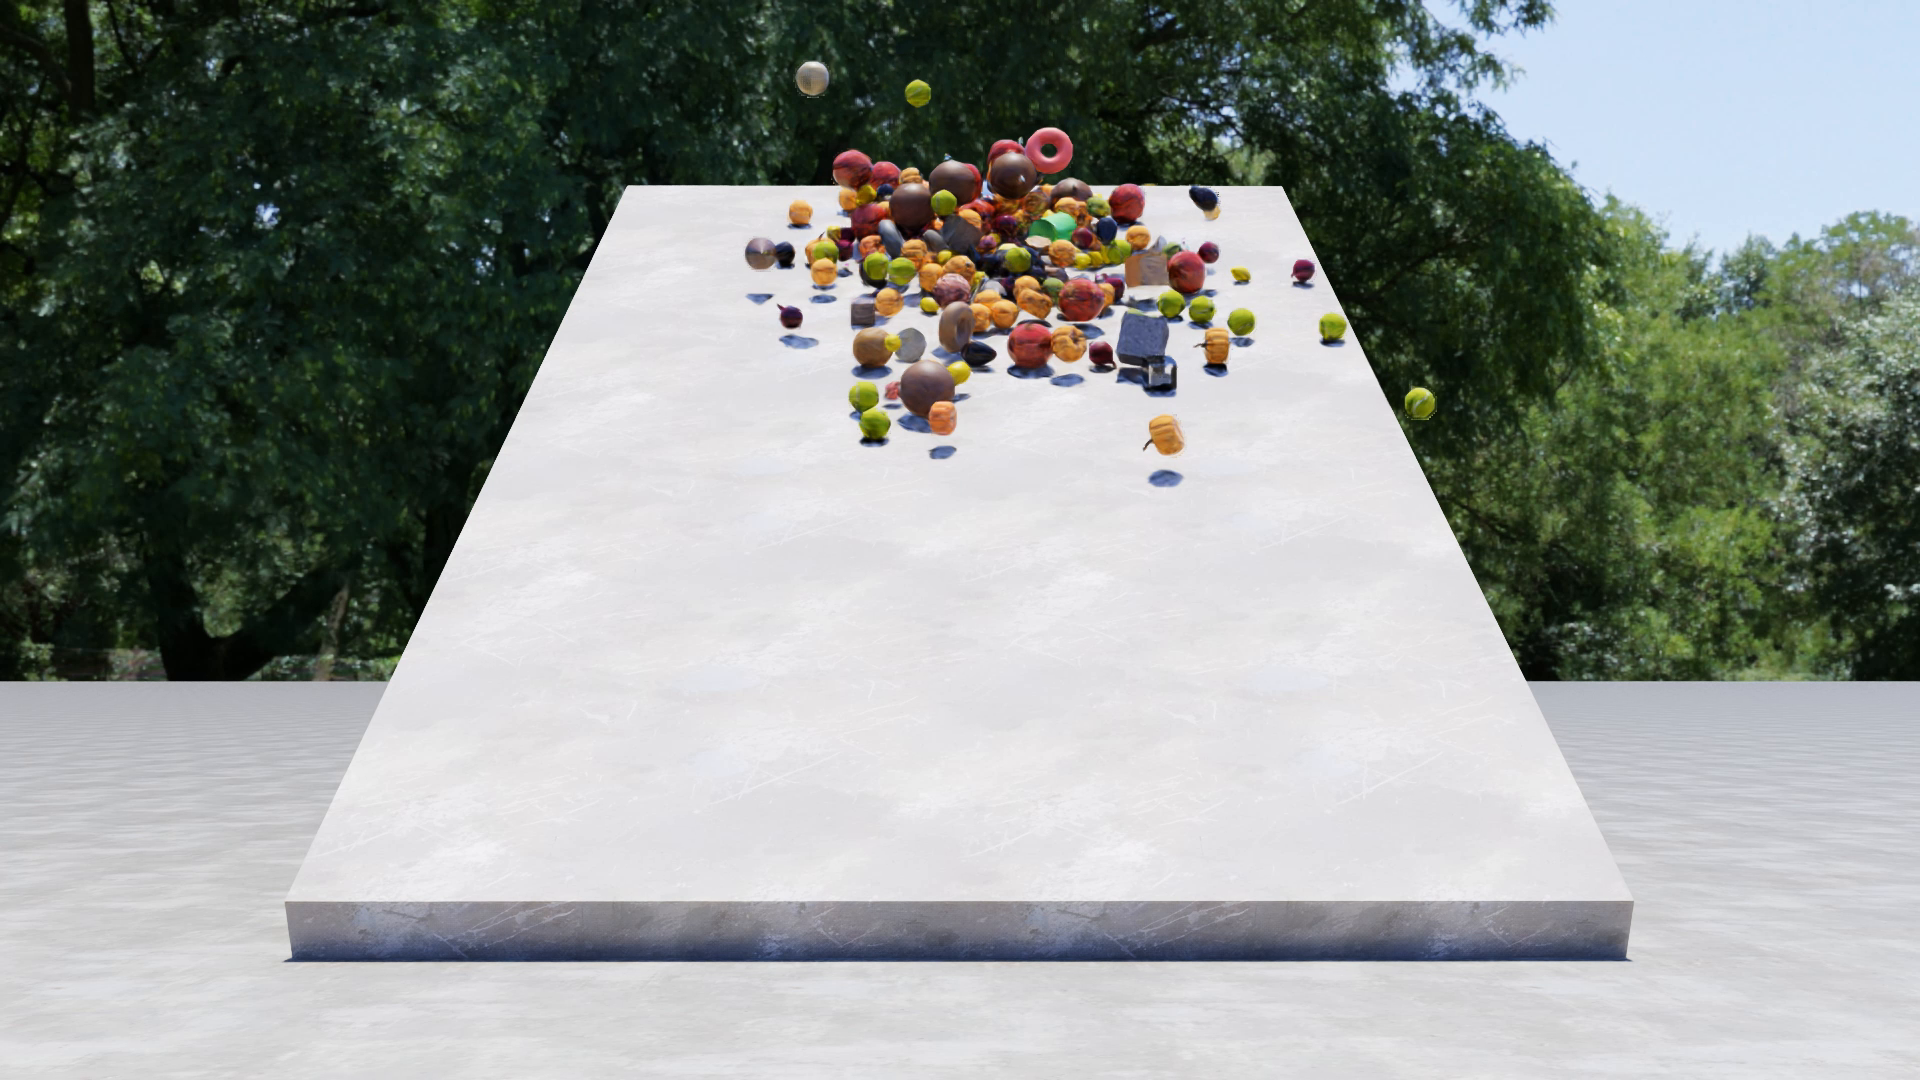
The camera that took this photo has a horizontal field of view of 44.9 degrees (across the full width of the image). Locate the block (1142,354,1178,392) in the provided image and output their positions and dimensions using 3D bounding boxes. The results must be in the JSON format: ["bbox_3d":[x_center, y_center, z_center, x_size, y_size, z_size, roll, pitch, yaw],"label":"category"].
[{"bbox_3d":[0.469,-0.391,5.458,0.064,0.064,0.064,-6,28,-14],"label":"block"}]

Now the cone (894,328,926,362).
[{"bbox_3d":[-0.114,-0.469,5.666,0.082,0.082,0.082,-1,-5,11],"label":"cone"}]

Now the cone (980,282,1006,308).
[{"bbox_3d":[0.091,-0.632,5.971,0.071,0.071,0.071,1,2,-10],"label":"cone"}]

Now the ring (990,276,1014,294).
[{"bbox_3d":[0.108,-0.673,6.139,0.075,0.025,0.075,3,32,-2],"label":"ring"}]

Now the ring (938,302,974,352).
[{"bbox_3d":[-0.009,-0.515,5.619,0.042,0.127,0.127,16,5,30],"label":"ring"}]

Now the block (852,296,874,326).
[{"bbox_3d":[-0.246,-0.579,5.892,0.058,0.058,0.058,-1,24,-2],"label":"block"}]

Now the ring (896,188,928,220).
[{"bbox_3d":[-0.138,-0.964,6.652,0.101,0.101,0.034,2,35,-26],"label":"ring"}]

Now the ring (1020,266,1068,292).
[{"bbox_3d":[0.224,-0.691,6.164,0.131,0.044,0.131,-1,24,1],"label":"ring"}]

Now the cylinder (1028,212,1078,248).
[{"bbox_3d":[0.258,-0.854,6.463,0.098,0.098,0.098,-3,15,39],"label":"cylinder"}]

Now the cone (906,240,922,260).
[{"bbox_3d":[-0.131,-0.807,6.372,0.059,0.059,0.059,19,-15,-39],"label":"cone"}]

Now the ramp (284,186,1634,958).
[{"bbox_3d":[-0.008,-0.228,5.293,2.000,0.100,4.000,0,24,0],"label":"ramp"}]

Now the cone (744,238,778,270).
[{"bbox_3d":[-0.519,-0.750,6.080,0.086,0.086,0.086,0,5,-6],"label":"cone"}]

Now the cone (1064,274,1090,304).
[{"bbox_3d":[0.320,-0.640,6.062,0.075,0.075,0.075,-18,-35,-13],"label":"cone"}]

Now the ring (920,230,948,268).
[{"bbox_3d":[-0.071,-0.784,6.271,0.036,0.107,0.107,-18,5,-27],"label":"ring"}]

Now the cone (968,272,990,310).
[{"bbox_3d":[0.065,-0.653,6.026,0.085,0.085,0.085,0,24,0],"label":"cone"}]

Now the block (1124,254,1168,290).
[{"bbox_3d":[0.484,-0.698,6.041,0.080,0.080,0.080,-4,-1,-27],"label":"block"}]

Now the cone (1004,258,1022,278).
[{"bbox_3d":[0.138,-0.730,6.214,0.058,0.058,0.058,-10,5,1],"label":"cone"}]

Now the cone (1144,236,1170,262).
[{"bbox_3d":[0.531,-0.794,6.405,0.072,0.072,0.072,-13,-10,29],"label":"cone"}]

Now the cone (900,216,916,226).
[{"bbox_3d":[-0.146,-0.923,6.709,0.057,0.057,0.057,-3,-39,-2],"label":"cone"}]

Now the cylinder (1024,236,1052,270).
[{"bbox_3d":[0.210,-0.777,6.300,0.070,0.070,0.070,2,32,-1],"label":"cylinder"}]

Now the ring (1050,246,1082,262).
[{"bbox_3d":[0.286,-0.786,6.383,0.098,0.033,0.098,0,14,0],"label":"ring"}]

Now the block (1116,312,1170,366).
[{"bbox_3d":[0.436,-0.474,5.545,0.100,0.100,0.100,12,-8,13],"label":"block"}]

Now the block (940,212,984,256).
[{"bbox_3d":[0.001,-0.826,6.297,0.081,0.081,0.081,31,6,-29],"label":"block"}]

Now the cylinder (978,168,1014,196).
[{"bbox_3d":[0.103,-1.047,6.800,0.076,0.076,0.076,-3,11,39],"label":"cylinder"}]

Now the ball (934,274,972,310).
[{"bbox_3d":[-0.019,-0.608,5.713,0.095,0.095,0.095,0,-3,0],"label":"ball"}]

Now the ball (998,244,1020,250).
[{"bbox_3d":[0.133,-0.773,6.320,0.067,0.067,0.067,0,-3,0],"label":"ball"}]

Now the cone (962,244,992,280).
[{"bbox_3d":[0.036,-0.757,6.235,0.089,0.089,0.089,-10,30,6],"label":"cone"}]

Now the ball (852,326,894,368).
[{"bbox_3d":[-0.209,-0.462,5.575,0.100,0.100,0.100,0,-3,0],"label":"ball"}]

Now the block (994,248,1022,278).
[{"bbox_3d":[0.130,-0.744,6.261,0.063,0.063,0.063,-3,24,-8],"label":"block"}]

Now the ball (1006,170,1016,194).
[{"bbox_3d":[0.134,-1.081,7.006,0.076,0.076,0.076,0,-3,0],"label":"ball"}]

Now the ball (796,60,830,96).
[{"bbox_3d":[-0.371,-1.162,5.844,0.085,0.085,0.085,0,-3,0],"label":"ball"}]

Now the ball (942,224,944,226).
[{"bbox_3d":[-0.026,-0.873,6.557,0.055,0.055,0.055,0,-3,0],"label":"ball"}]

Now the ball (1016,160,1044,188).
[{"bbox_3d":[0.207,-1.079,6.833,0.084,0.084,0.084,0,-3,0],"label":"ball"}]
